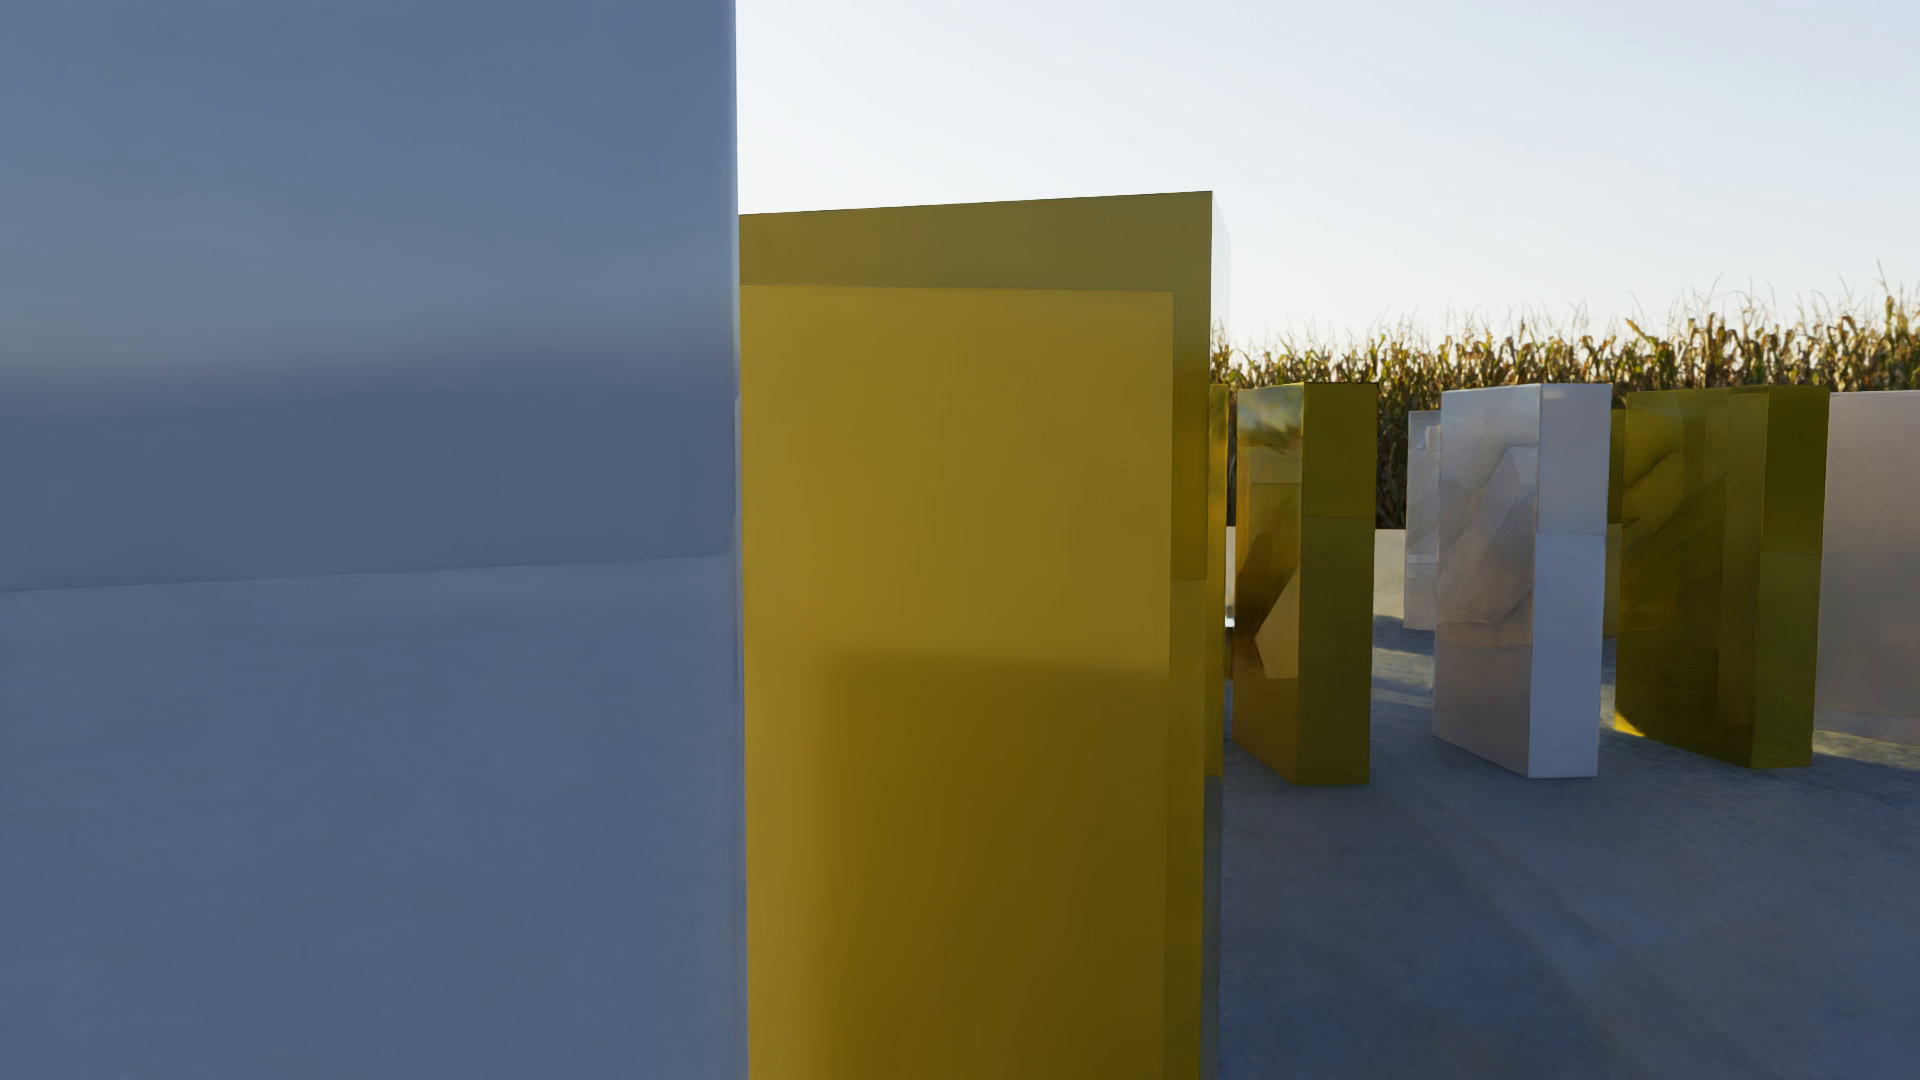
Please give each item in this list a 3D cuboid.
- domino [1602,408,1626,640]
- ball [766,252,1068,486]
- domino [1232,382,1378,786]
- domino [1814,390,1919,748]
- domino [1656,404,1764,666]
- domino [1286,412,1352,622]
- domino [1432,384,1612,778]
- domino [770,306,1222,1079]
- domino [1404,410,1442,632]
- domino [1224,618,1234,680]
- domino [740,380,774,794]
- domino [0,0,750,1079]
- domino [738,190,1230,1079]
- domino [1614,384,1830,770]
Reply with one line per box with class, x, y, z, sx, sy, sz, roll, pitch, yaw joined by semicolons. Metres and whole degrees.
domino;0.136;-0.003;0.280;0.025;0.050;0.010;-4;6;-39
ball;-0.004;-0.023;0.286;0.080;0.080;0.080;0;4;0
domino;0.045;0.005;0.171;0.010;0.050;0.025;0;4;-6
domino;0.133;0.003;0.190;0.010;0.050;0.025;-3;5;-31
domino;0.152;-0.002;0.254;0.025;0.050;0.009;-2;5;-25
domino;0.089;-0.006;0.318;0.010;0.050;0.025;2;5;29
domino;0.075;0.004;0.174;0.009;0.050;0.025;-1;4;-7
domino;0.002;0.012;0.077;0.025;0.050;0.009;0;4;6
domino;0.114;-0.005;0.301;0.010;0.050;0.025;4;6;40
domino;0.036;0.019;0.255;0.025;0.010;0.050;-1;4;-10
domino;-0.030;0.005;0.167;0.010;0.050;0.025;0;4;-3
domino;-0.015;0.016;0.020;0.025;0.050;0.010;3;5;37
domino;-0.003;0.014;0.048;0.025;0.050;0.009;1;4;15
domino;0.105;0.004;0.179;0.010;0.050;0.025;-1;4;-13
